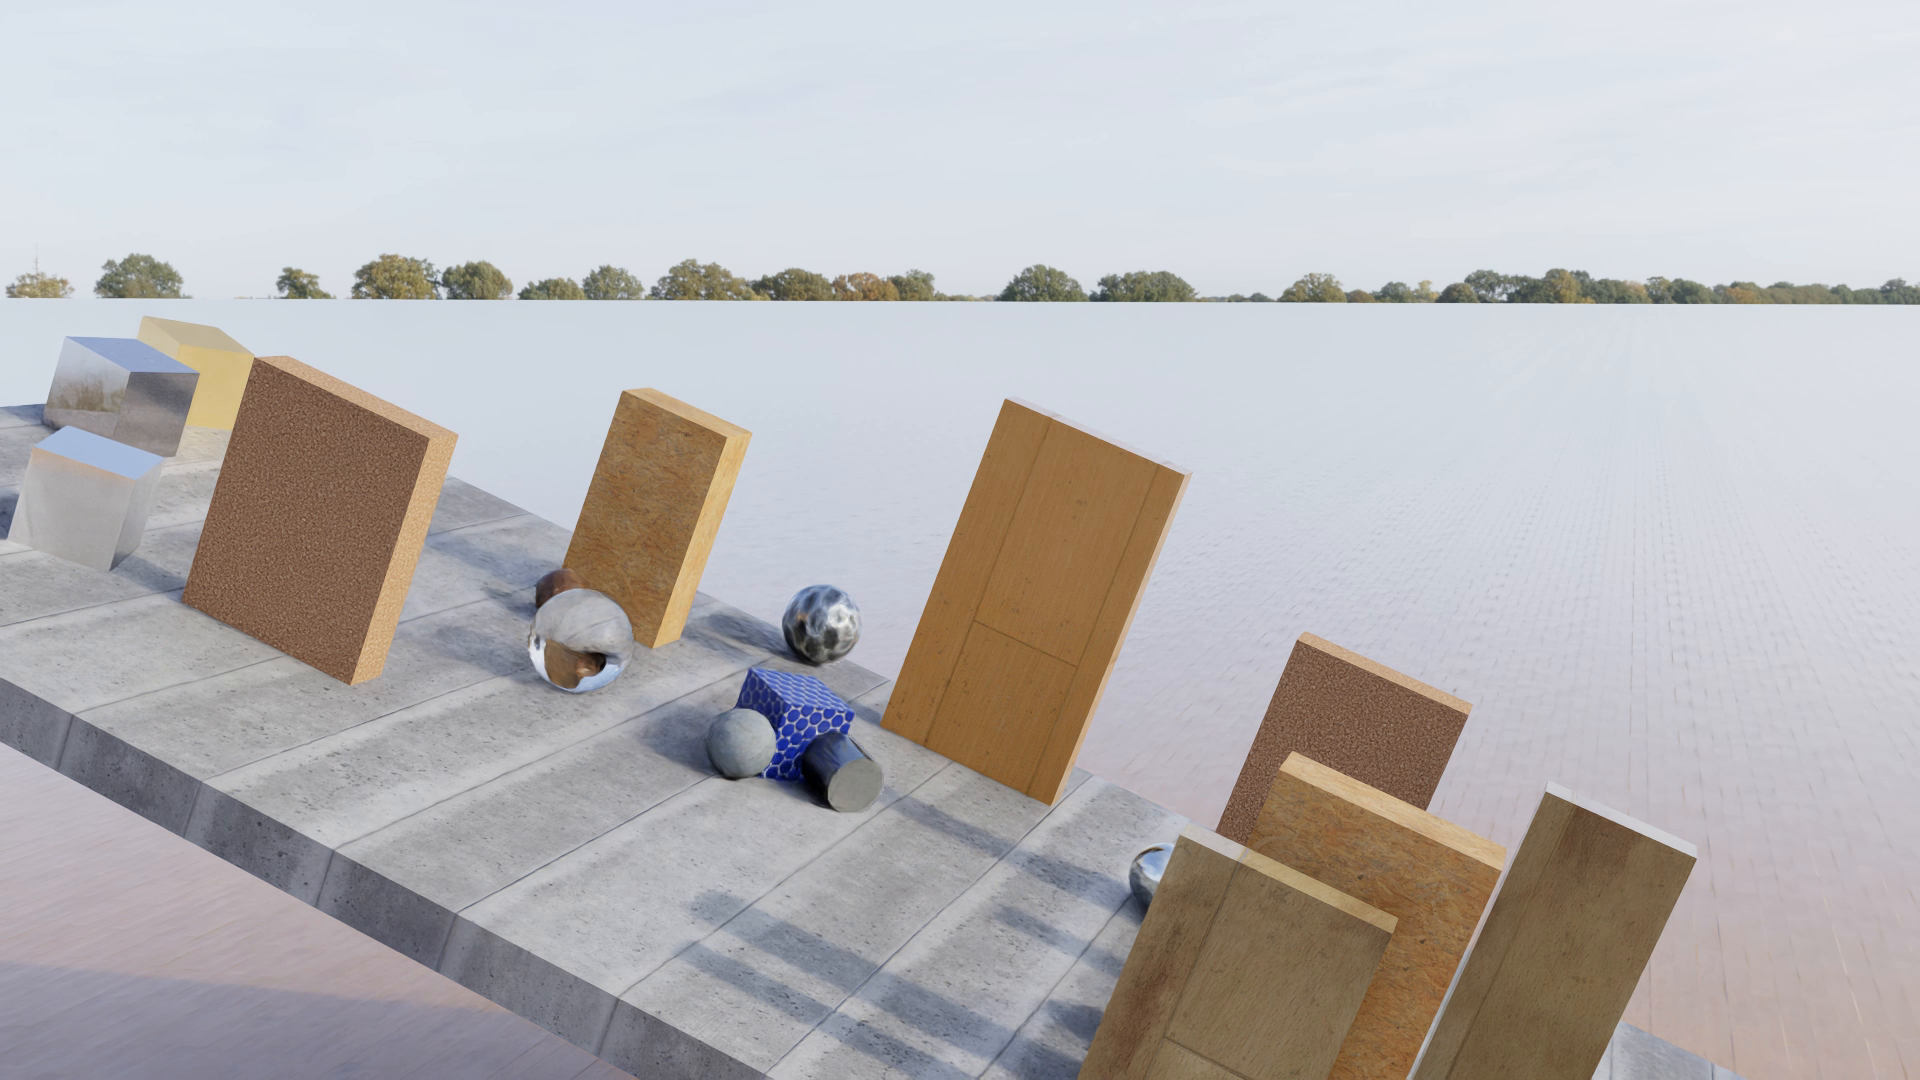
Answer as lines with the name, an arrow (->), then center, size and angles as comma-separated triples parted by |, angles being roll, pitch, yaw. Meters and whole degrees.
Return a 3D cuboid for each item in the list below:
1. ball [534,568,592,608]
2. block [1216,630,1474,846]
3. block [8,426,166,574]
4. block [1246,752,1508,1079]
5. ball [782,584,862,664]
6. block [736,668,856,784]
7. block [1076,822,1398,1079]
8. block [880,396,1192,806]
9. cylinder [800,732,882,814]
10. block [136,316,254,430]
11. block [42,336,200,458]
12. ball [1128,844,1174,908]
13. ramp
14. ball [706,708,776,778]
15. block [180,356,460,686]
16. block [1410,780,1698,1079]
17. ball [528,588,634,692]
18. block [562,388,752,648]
ball -> -0.844, 0.121, 4.683 | 0.120, 0.120, 0.120 | 0, 7, 0
block -> 0.687, 0.539, 4.201 | 0.342, 0.639, 0.107 | 24, 13, 13
block -> -1.627, -0.078, 4.100 | 0.187, 0.187, 0.187 | 19, 13, -8
block -> 0.545, 0.689, 3.383 | 0.353, 0.623, 0.134 | 24, 13, 13
ball -> -0.319, 0.193, 5.079 | 0.183, 0.183, 0.183 | 0, 7, 0
block -> -0.340, 0.370, 4.357 | 0.162, 0.162, 0.162 | 11, 16, -38
block -> 0.385, 0.722, 3.231 | 0.329, 0.518, 0.080 | 24, 13, 13
block -> 0.158, 0.132, 4.740 | 0.419, 0.778, 0.087 | 24, 13, 13
cylinder -> -0.231, 0.452, 4.286 | 0.118, 0.118, 0.118 | -4, 24, -31
block -> -1.797, -0.388, 5.120 | 0.190, 0.190, 0.190 | 31, 16, 38
block -> -1.809, -0.307, 4.742 | 0.199, 0.199, 0.199 | 26, 14, 21
ball -> 0.402, 0.669, 4.360 | 0.135, 0.135, 0.135 | 0, 7, 0
ramp -> -0.314, 0.561, 4.199 | 4.000, 0.100, 2.000 | 24, 13, 13
ball -> -0.419, 0.389, 4.211 | 0.135, 0.135, 0.135 | 0, 7, 0
block -> -1.166, -0.038, 3.997 | 0.377, 0.483, 0.100 | 24, 13, 13
block -> 1.017, 0.762, 3.817 | 0.266, 0.631, 0.089 | 24, 13, 13
ball -> -0.746, 0.197, 4.326 | 0.205, 0.205, 0.205 | 0, 7, 0
block -> -0.674, -0.050, 4.805 | 0.261, 0.498, 0.141 | 24, 13, 13
